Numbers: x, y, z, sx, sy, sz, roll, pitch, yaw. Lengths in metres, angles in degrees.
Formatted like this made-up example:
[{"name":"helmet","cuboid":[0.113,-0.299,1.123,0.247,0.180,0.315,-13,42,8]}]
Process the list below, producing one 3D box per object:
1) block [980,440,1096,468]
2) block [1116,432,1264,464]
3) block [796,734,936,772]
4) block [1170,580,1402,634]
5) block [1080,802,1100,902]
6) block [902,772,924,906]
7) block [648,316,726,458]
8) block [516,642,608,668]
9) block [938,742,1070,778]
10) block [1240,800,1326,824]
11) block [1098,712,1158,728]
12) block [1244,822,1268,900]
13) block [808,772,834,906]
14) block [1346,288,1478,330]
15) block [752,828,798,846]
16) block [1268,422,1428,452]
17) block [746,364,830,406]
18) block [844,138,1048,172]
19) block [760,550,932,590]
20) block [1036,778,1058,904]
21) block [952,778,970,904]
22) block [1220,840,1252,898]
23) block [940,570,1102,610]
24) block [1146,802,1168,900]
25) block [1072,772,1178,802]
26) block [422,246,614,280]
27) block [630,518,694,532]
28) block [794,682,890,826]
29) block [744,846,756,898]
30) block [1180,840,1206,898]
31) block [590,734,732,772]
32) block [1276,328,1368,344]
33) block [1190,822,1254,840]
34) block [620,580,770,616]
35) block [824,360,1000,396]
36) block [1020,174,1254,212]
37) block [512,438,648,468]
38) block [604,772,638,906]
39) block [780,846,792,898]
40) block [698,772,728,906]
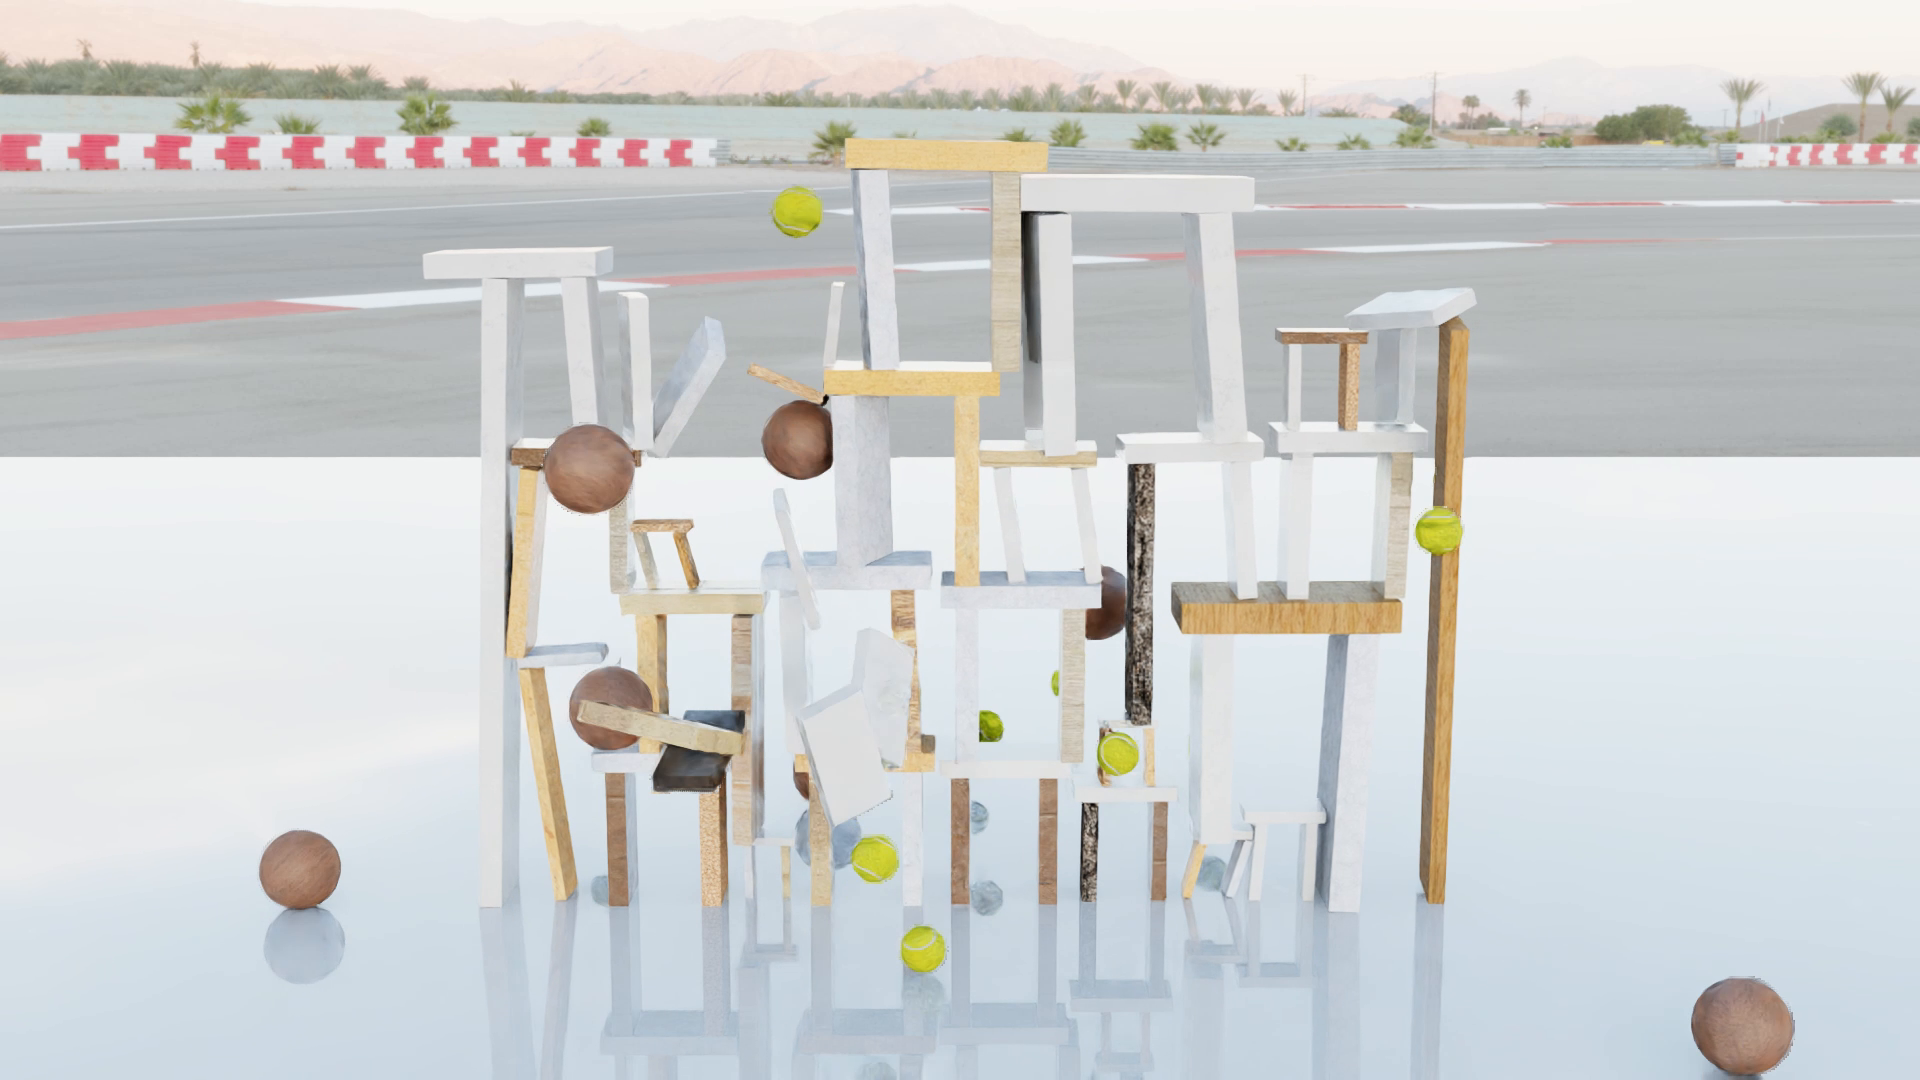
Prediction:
[{"name":"block","cuboid":[0.126,-0.139,3.537,0.186,0.026,0.093,0,12,2]},{"name":"block","cuboid":[0.366,-0.149,3.521,0.221,0.031,0.111,-1,11,-4]},{"name":"block","cuboid":[-0.154,0.351,3.624,0.227,0.032,0.113,0,11,0]},{"name":"block","cuboid":[0.526,0.109,3.576,0.350,0.050,0.175,0,11,-1]},{"name":"block","cuboid":[0.215,0.506,3.657,0.024,0.169,0.085,1,10,0]},{"name":"block","cuboid":[-0.078,0.479,3.647,0.032,0.227,0.113,0,11,0]},{"name":"block","cuboid":[-0.444,-0.247,3.547,0.030,0.213,0.107,22,30,-25]},{"name":"block","cuboid":[-0.648,0.188,3.589,0.137,0.019,0.068,-4,12,1]},{"name":"block","cuboid":[0.072,0.363,3.628,0.215,0.030,0.108,0,11,0]},{"name":"block","cuboid":[0.534,0.449,3.642,0.133,0.019,0.067,0,11,0]},{"name":"block","cuboid":[0.276,0.296,3.615,0.097,0.014,0.049,0,11,1]},{"name":"block","cuboid":[0.492,0.524,3.656,0.019,0.133,0.067,4,11,0]},{"name":"block","cuboid":[-0.229,0.479,3.648,0.032,0.227,0.113,0,11,0]},{"name":"block","cuboid":[0.700,-0.358,3.418,0.094,0.027,0.188,-29,18,-29]},{"name":"block","cuboid":[-0.318,0.492,3.643,0.094,0.013,0.047,1,12,3]},{"name":"block","cuboid":[0.620,-0.165,3.529,0.236,0.033,0.118,0,11,0]},{"name":"block","cuboid":[-0.274,-0.248,3.514,0.128,0.018,0.064,23,3,2]},{"name":"block","cuboid":[-0.024,-0.602,3.436,0.309,0.044,0.154,1,11,-4]},{"name":"block","cuboid":[-0.182,0.048,3.572,0.271,0.038,0.135,0,10,0]},{"name":"block","cuboid":[0.144,0.484,3.651,0.030,0.215,0.108,0,11,0]},{"name":"block","cuboid":[0.001,0.484,3.650,0.030,0.215,0.108,0,11,0]},{"name":"block","cuboid":[0.461,0.540,3.664,0.014,0.100,0.050,16,9,-6]},{"name":"block","cuboid":[0.098,0.080,3.569,0.256,0.036,0.128,0,11,1]},{"name":"block","cuboid":[0.328,0.505,3.662,0.024,0.169,0.085,0,10,-1]},{"name":"block","cuboid":[0.272,0.410,3.644,0.169,0.024,0.085,0,10,-1]},{"name":"block","cuboid":[-0.697,-0.439,3.483,0.270,0.038,0.135,-1,11,3]},{"name":"block","cuboid":[-0.481,-0.023,3.552,0.094,0.013,0.047,0,11,7]},{"name":"block","cuboid":[-0.162,0.299,3.057,0.094,0.187,0.027,-27,34,-21]},{"name":"block","cuboid":[-0.349,0.544,3.659,0.013,0.094,0.047,0,12,2]},{"name":"block","cuboid":[0.389,0.540,3.661,0.014,0.100,0.050,15,10,-2]},{"name":"block","cuboid":[-0.484,0.351,3.620,0.228,0.032,0.114,0,11,0]},{"name":"block","cuboid":[0.575,-0.325,3.500,0.136,0.019,0.068,0,10,0]},{"name":"block","cuboid":[0.434,0.483,3.654,0.100,0.014,0.050,0,10,-1]},{"name":"block","cuboid":[-0.428,0.093,3.570,0.230,0.033,0.115,-1,11,1]},{"name":"block","cuboid":[-0.076,-0.258,3.504,0.275,0.039,0.137,0,11,-1]},{"name":"block","cuboid":[0.273,-0.546,3.456,0.357,0.051,0.179,0,11,0]},{"name":"block","cuboid":[-0.610,-0.140,3.535,0.204,0.029,0.102,1,11,-3]},{"name":"block","cuboid":[-0.560,0.479,3.644,0.032,0.228,0.114,0,11,0]},{"name":"block","cuboid":[-0.289,0.544,3.660,0.013,0.094,0.047,-2,11,-2]},{"name":"block","cuboid":[-0.408,0.479,3.643,0.032,0.228,0.114,0,11,0]}]
